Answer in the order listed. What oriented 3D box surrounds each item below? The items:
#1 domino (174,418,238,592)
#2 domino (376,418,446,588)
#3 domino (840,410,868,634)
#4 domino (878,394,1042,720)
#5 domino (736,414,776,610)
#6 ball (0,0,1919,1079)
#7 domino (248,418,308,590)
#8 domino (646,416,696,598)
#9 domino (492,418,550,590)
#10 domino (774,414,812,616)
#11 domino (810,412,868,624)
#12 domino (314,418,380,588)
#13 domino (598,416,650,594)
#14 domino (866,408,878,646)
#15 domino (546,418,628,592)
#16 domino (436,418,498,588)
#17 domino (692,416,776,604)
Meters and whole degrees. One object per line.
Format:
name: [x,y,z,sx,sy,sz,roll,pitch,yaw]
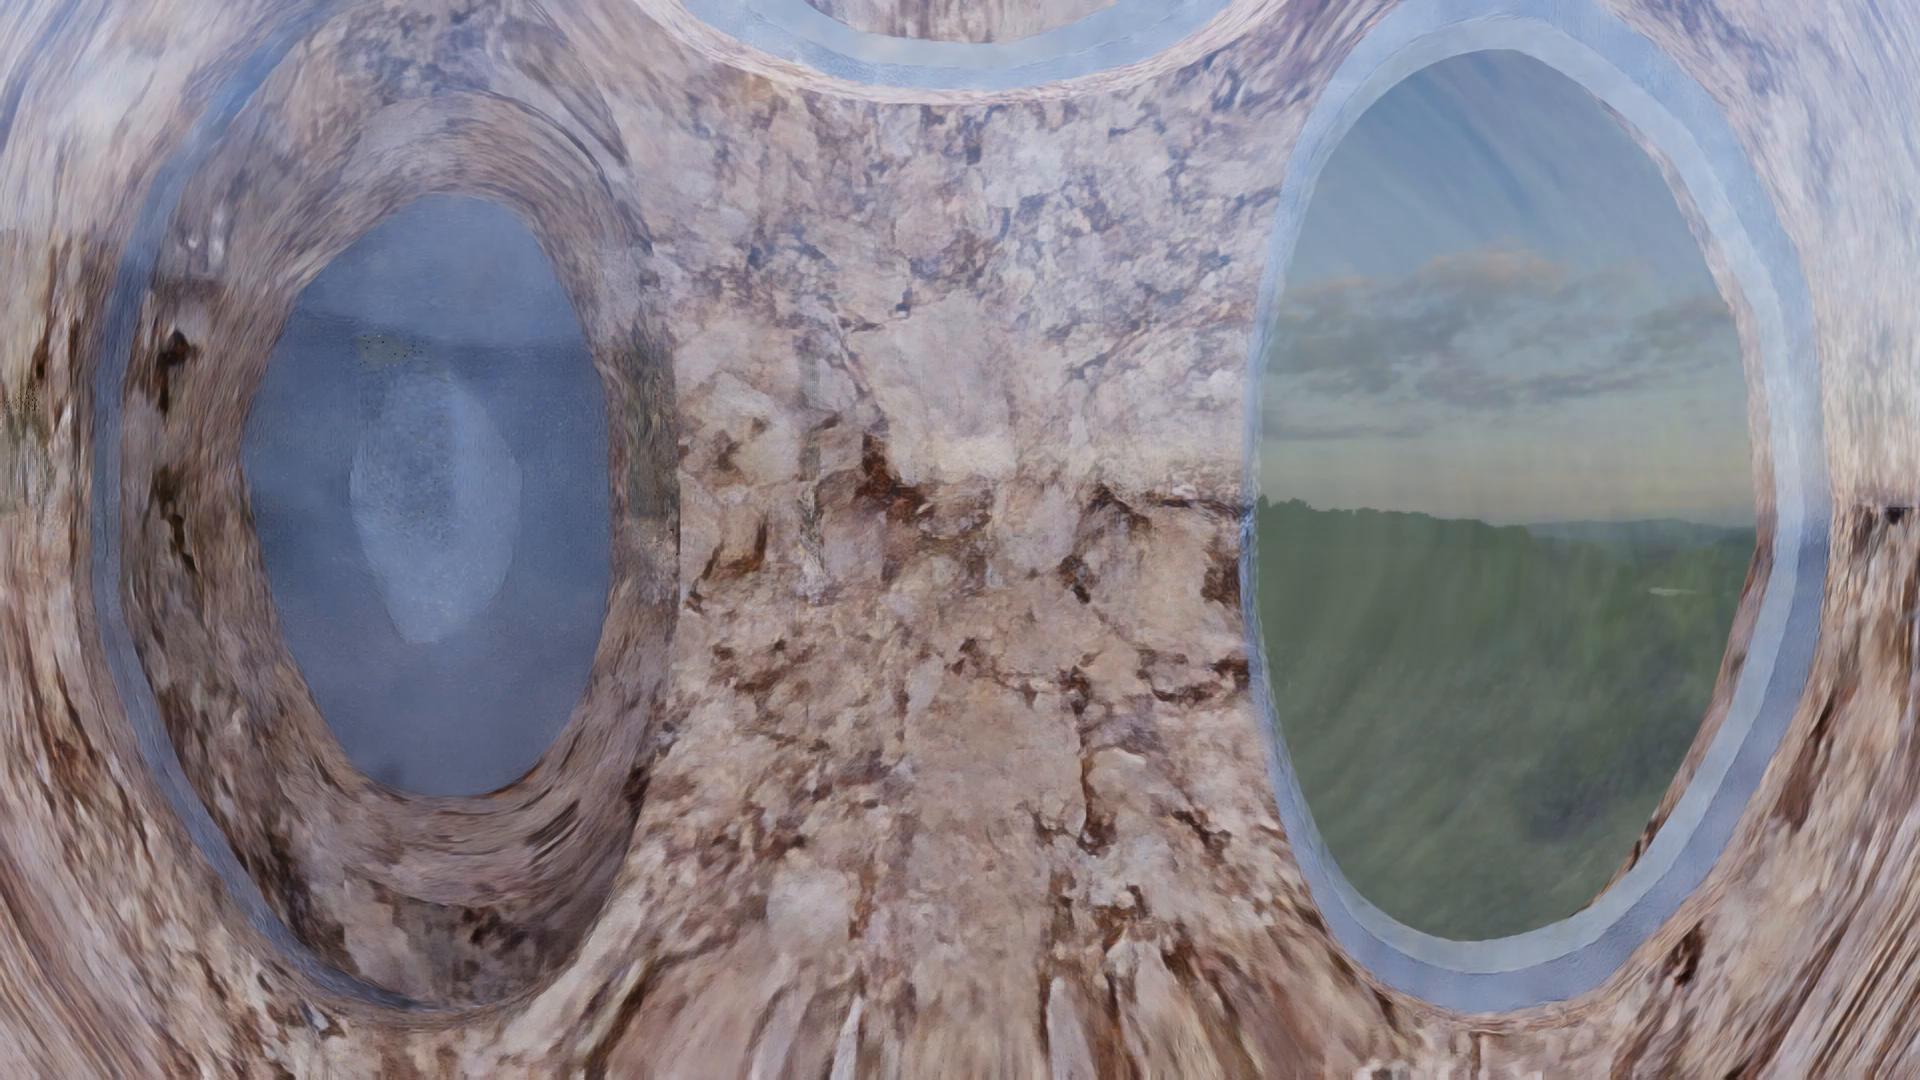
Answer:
domino: [-0.223,-0.011,0.380,0.010,0.050,0.025,-1,4,-18]
domino: [-0.167,-0.012,0.391,0.009,0.050,0.025,0,4,0]
domino: [-0.014,-0.005,0.294,0.025,0.050,0.009,-2,5,-25]
domino: [0.000,0.002,0.201,0.025,0.050,0.009,0,4,0]
domino: [-0.046,-0.008,0.341,0.025,0.050,0.009,-4,6,-44]
ball: [0.000,-0.002,0.056,0.080,0.080,0.080,0,4,0]
domino: [-0.205,-0.011,0.386,0.009,0.050,0.025,-1,4,-15]
domino: [-0.076,-0.010,0.365,0.009,0.050,0.025,3,5,32]
domino: [-0.129,-0.011,0.387,0.009,0.050,0.025,1,4,13]
domino: [-0.034,-0.007,0.327,0.025,0.050,0.009,-3,5,-38]
domino: [-0.023,-0.006,0.311,0.025,0.050,0.009,-3,5,-31]
domino: [-0.186,-0.012,0.390,0.009,0.050,0.025,-1,4,-8]
domino: [-0.093,-0.011,0.374,0.009,0.050,0.025,2,5,26]
domino: [-0.007,-0.003,0.276,0.025,0.050,0.010,-1,5,-18]
domino: [-0.110,-0.011,0.382,0.010,0.050,0.025,1,5,19]
domino: [-0.148,-0.012,0.390,0.010,0.050,0.025,0,4,6]
domino: [-0.060,-0.009,0.354,0.010,0.050,0.025,3,6,39]
